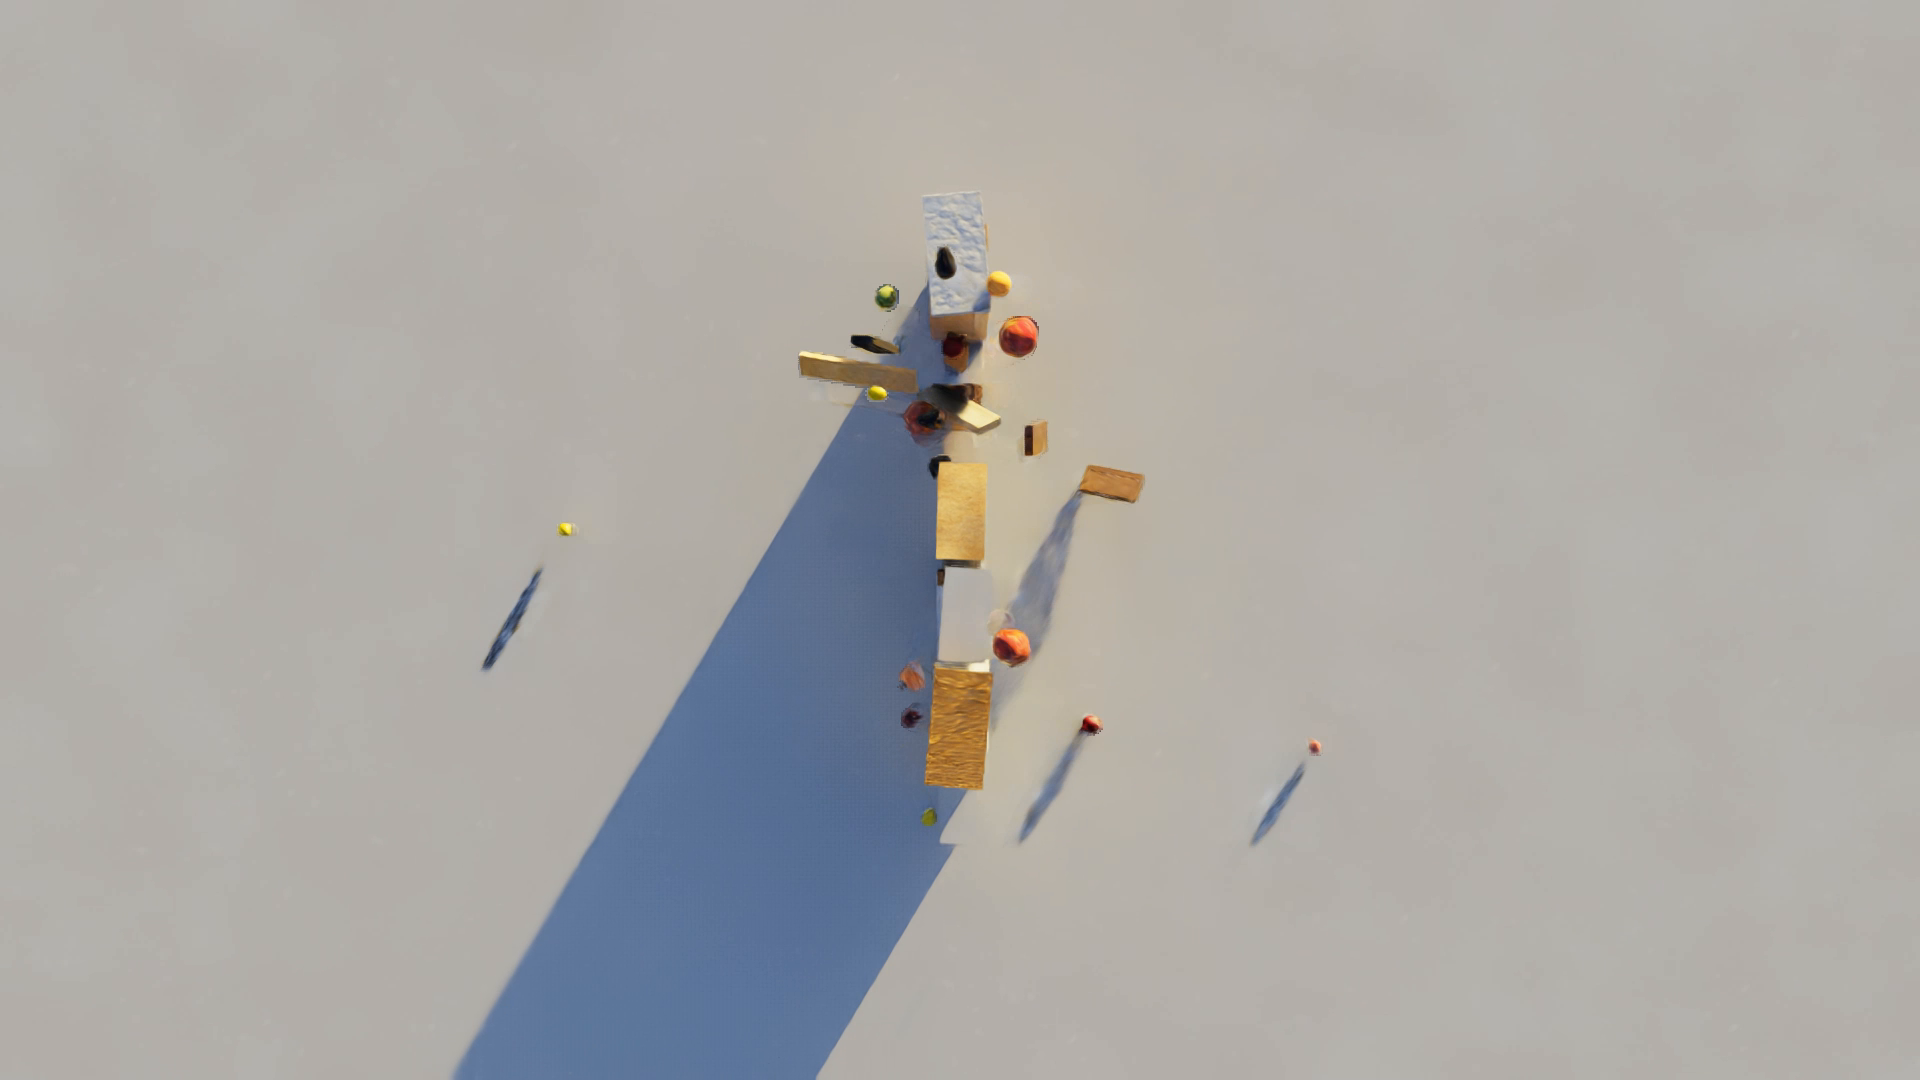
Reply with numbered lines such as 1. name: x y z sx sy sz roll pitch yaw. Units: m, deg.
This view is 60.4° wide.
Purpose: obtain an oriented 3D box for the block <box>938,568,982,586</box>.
1. block: 0.001 0.112 5.045 0.139 0.277 0.039 0 91 0

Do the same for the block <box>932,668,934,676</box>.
1. block: -0.035 0.428 5.392 0.108 0.216 0.031 10 90 0

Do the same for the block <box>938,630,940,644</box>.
1. block: 0.004 0.298 5.045 0.139 0.277 0.039 -1 90 0

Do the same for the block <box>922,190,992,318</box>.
1. block: -0.010 -0.828 4.778 0.173 0.049 0.346 -5 89 0

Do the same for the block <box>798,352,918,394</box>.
1. block: -0.304 -0.500 4.929 0.367 0.021 0.073 11 133 13

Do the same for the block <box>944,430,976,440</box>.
1. block: -0.002 -0.325 5.401 0.099 0.197 0.028 6 86 0

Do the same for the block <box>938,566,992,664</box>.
1. block: 0.015 0.222 4.886 0.139 0.039 0.277 5 90 0

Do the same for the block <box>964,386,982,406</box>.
1. block: 0.041 -0.449 5.378 0.057 0.016 0.113 2 94 -11

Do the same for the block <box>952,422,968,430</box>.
1. block: 0.002 -0.377 5.443 0.057 0.113 0.016 0 88 0

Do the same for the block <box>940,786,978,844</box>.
1. block: -0.004 0.808 5.050 0.117 0.033 0.235 0 90 0

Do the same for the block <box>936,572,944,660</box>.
1. block: -0.004 0.242 5.203 0.139 0.039 0.277 0 90 0

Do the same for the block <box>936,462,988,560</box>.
1. block: 0.004 -0.085 4.910 0.144 0.041 0.287 2 90 0

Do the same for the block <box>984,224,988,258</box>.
1. block: -0.002 -0.882 5.152 0.173 0.695 0.049 0 88 0

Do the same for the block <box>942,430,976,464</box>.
1. block: -0.001 -0.247 5.288 0.099 0.028 0.197 -6 91 0

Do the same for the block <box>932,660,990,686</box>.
1. block: 0.006 0.418 5.017 0.170 0.339 0.048 -1 96 0

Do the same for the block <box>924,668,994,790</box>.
1. block: -0.004 0.551 4.820 0.170 0.048 0.339 5 89 0

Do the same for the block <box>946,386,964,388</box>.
1. block: -0.005 -0.530 5.346 0.153 0.306 0.043 0 88 0

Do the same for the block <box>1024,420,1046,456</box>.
1. block: 0.242 -0.325 5.267 0.027 0.191 0.095 1 100 16

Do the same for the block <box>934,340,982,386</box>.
1. block: -0.005 -0.639 5.171 0.153 0.043 0.306 0 90 0

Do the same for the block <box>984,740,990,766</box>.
1. block: 0.003 0.633 5.073 0.170 0.457 0.048 0 91 0

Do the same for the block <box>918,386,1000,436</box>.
1. block: -0.004 -0.417 5.241 0.095 0.027 0.286 -29 45 -34

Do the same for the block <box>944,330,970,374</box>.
1. block: -0.011 -0.576 5.072 0.073 0.147 0.021 35 66 13

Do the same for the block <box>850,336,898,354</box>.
1. block: -0.238 -0.546 4.623 0.073 0.147 0.021 5 87 26

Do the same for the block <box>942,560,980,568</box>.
1. block: 0.003 -0.025 5.235 0.124 0.035 0.248 0 90 0

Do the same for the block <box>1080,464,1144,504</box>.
1. block: 0.500 -0.185 5.433 0.191 0.027 0.095 13 67 22

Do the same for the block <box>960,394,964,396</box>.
1. block: 0.014 -0.461 5.439 0.057 0.113 0.016 0 79 -11

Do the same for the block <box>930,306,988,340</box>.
1. block: -0.003 -0.666 4.975 0.173 0.346 0.049 1 85 0
